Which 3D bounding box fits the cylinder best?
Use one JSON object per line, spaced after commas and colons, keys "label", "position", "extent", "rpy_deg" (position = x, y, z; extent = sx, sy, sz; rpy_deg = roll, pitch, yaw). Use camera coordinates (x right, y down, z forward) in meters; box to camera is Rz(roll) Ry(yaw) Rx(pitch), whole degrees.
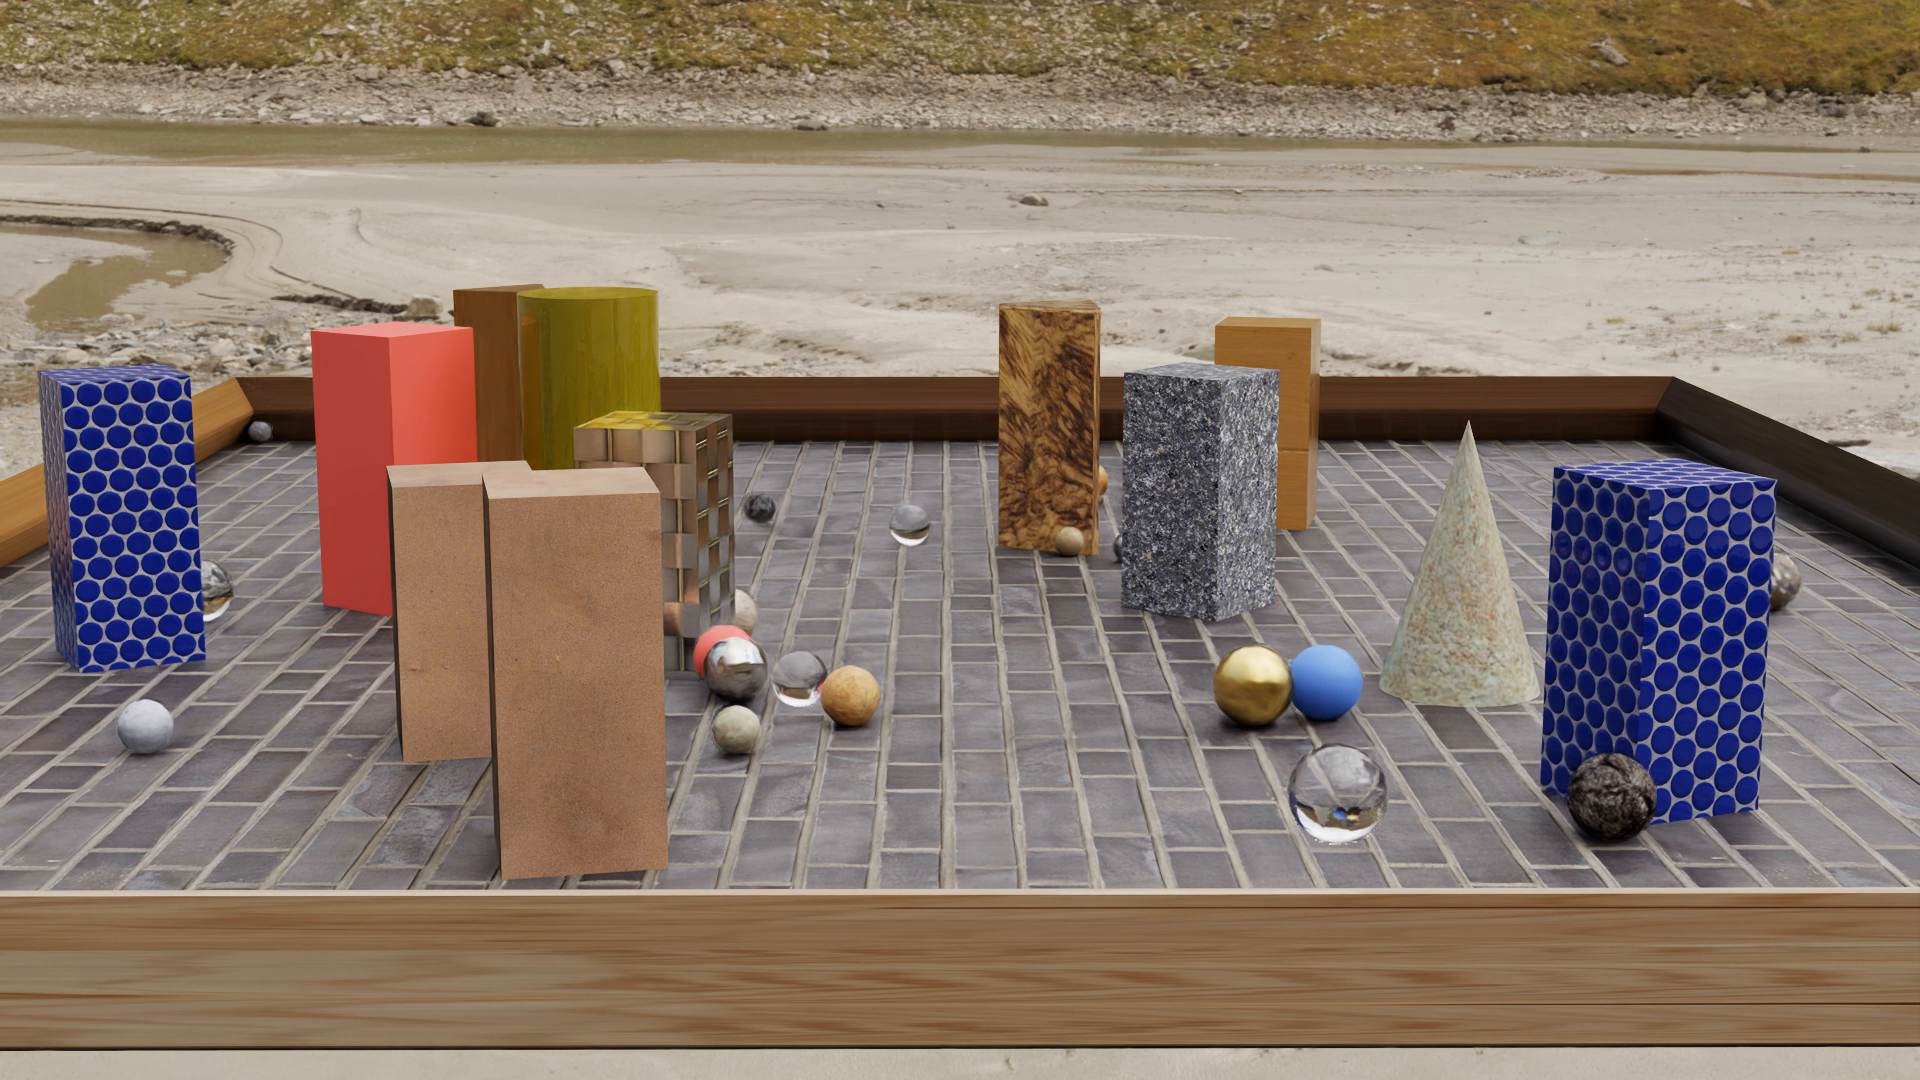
{"label": "cylinder", "position": [-0.496, -0.122, 3.460], "extent": [0.188, 0.422, 0.188], "rpy_deg": [0, 11, 0]}

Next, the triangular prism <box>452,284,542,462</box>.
{"label": "triangular prism", "position": [-0.701, -0.219, 4.113], "extent": [0.163, 0.372, 0.141], "rpy_deg": [3, 11, 16]}

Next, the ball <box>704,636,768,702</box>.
{"label": "ball", "position": [-0.259, 0.148, 2.957], "extent": [0.075, 0.075, 0.075], "rpy_deg": [0, 11, 0]}

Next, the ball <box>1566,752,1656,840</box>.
{"label": "ball", "position": [0.616, 0.243, 2.428], "extent": [0.083, 0.083, 0.083], "rpy_deg": [0, 11, 0]}

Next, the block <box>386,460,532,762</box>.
{"label": "block", "position": [-0.532, 0.073, 2.764], "extent": [0.150, 0.293, 0.150], "rpy_deg": [-3, 11, -14]}

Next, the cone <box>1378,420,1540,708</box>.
{"label": "cone", "position": [0.588, 0.017, 2.995], "extent": [0.188, 0.319, 0.188], "rpy_deg": [0, 11, 0]}

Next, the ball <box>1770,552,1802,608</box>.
{"label": "ball", "position": [1.092, 0.054, 3.455], "extent": [0.077, 0.077, 0.077], "rpy_deg": [0, 11, 0]}

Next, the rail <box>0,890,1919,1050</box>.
{"label": "rail", "position": [0.009, 0.315, 1.929], "extent": [2.796, 0.122, 0.045], "rpy_deg": [0, 11, 0]}

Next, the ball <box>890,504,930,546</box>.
{"label": "ball", "position": [-0.076, -0.023, 3.908], "extent": [0.063, 0.063, 0.063], "rpy_deg": [0, 11, 0]}

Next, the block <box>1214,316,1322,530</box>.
{"label": "block", "position": [0.490, -0.189, 4.098], "extent": [0.150, 0.319, 0.150], "rpy_deg": [3, 11, 13]}

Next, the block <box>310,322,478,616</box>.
{"label": "block", "position": [-0.760, -0.099, 3.468], "extent": [0.150, 0.373, 0.150], "rpy_deg": [7, 13, 34]}

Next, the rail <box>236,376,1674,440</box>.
{"label": "rail", "position": [-0.009, -0.252, 4.970], "extent": [2.796, 0.122, 0.045], "rpy_deg": [0, 11, 0]}

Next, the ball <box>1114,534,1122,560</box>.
{"label": "ball", "position": [0.247, 0.010, 3.783], "extent": [0.043, 0.043, 0.043], "rpy_deg": [0, 11, 0]}

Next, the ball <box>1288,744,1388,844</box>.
{"label": "ball", "position": [0.356, 0.239, 2.419], "extent": [0.094, 0.094, 0.094], "rpy_deg": [0, 11, 0]}

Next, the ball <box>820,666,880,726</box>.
{"label": "ball", "position": [-0.122, 0.173, 2.848], "extent": [0.066, 0.066, 0.066], "rpy_deg": [0, 11, 0]}

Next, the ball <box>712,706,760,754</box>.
{"label": "ball", "position": [-0.238, 0.202, 2.730], "extent": [0.052, 0.052, 0.052], "rpy_deg": [0, 11, 0]}

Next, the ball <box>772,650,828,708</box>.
{"label": "ball", "position": [-0.183, 0.158, 2.930], "extent": [0.065, 0.065, 0.065], "rpy_deg": [0, 11, 0]}

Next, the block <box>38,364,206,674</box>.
{"label": "block", "position": [-1.033, -0.030, 3.161], "extent": [0.150, 0.352, 0.150], "rpy_deg": [-6, 12, -29]}

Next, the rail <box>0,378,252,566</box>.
{"label": "rail", "position": [-1.374, 0.033, 3.442], "extent": [0.045, 0.122, 3.141], "rpy_deg": [0, 11, 0]}

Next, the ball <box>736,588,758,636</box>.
{"label": "ball", "position": [-0.292, 0.097, 3.233], "extent": [0.075, 0.075, 0.075], "rpy_deg": [0, 11, 0]}

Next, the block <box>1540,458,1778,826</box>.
{"label": "block", "position": [0.688, 0.097, 2.539], "extent": [0.150, 0.329, 0.150], "rpy_deg": [-5, 11, -23]}

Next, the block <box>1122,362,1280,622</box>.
{"label": "block", "position": [0.323, -0.069, 3.453], "extent": [0.150, 0.319, 0.150], "rpy_deg": [8, 13, 36]}

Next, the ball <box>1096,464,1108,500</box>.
{"label": "ball", "position": [0.215, -0.098, 4.302], "extent": [0.066, 0.066, 0.066], "rpy_deg": [0, 11, 0]}

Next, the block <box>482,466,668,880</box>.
{"label": "block", "position": [-0.356, 0.119, 2.370], "extent": [0.150, 0.348, 0.150], "rpy_deg": [-2, 11, -12]}

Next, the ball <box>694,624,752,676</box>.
{"label": "ball", "position": [-0.277, 0.136, 3.028], "extent": [0.073, 0.073, 0.073], "rpy_deg": [0, 11, 0]}

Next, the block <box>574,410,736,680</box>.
{"label": "block", "position": [-0.368, 0.004, 3.115], "extent": [0.150, 0.300, 0.150], "rpy_deg": [2, 11, 11]}

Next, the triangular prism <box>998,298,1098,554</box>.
{"label": "triangular prism", "position": [0.162, -0.177, 3.902], "extent": [0.163, 0.368, 0.141], "rpy_deg": [5, 12, 26]}

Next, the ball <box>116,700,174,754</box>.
{"label": "ball", "position": [-0.868, 0.199, 2.733], "extent": [0.058, 0.058, 0.058], "rpy_deg": [0, 11, 0]}

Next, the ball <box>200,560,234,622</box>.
{"label": "ball", "position": [-0.998, 0.067, 3.370], "extent": [0.083, 0.083, 0.083], "rpy_deg": [0, 11, 0]}

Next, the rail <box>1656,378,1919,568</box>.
{"label": "rail", "position": [1.374, 0.030, 3.457], "extent": [0.045, 0.122, 3.141], "rpy_deg": [0, 11, 0]}

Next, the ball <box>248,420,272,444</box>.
{"label": "ball", "position": [-1.351, -0.207, 4.947], "extent": [0.044, 0.044, 0.044], "rpy_deg": [0, 11, 0]}

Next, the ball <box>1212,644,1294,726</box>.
{"label": "ball", "position": [0.325, 0.161, 2.844], "extent": [0.090, 0.090, 0.090], "rpy_deg": [0, 11, 0]}

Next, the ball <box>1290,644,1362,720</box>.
{"label": "ball", "position": [0.408, 0.159, 2.872], "extent": [0.085, 0.085, 0.085], "rpy_deg": [0, 11, 0]}

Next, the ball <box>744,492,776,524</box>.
{"label": "ball", "position": [-0.319, -0.050, 4.082], "extent": [0.051, 0.051, 0.051], "rpy_deg": [0, 11, 0]}

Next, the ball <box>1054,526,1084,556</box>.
{"label": "ball", "position": [0.163, 0.002, 3.824], "extent": [0.045, 0.045, 0.045], "rpy_deg": [0, 11, 0]}
